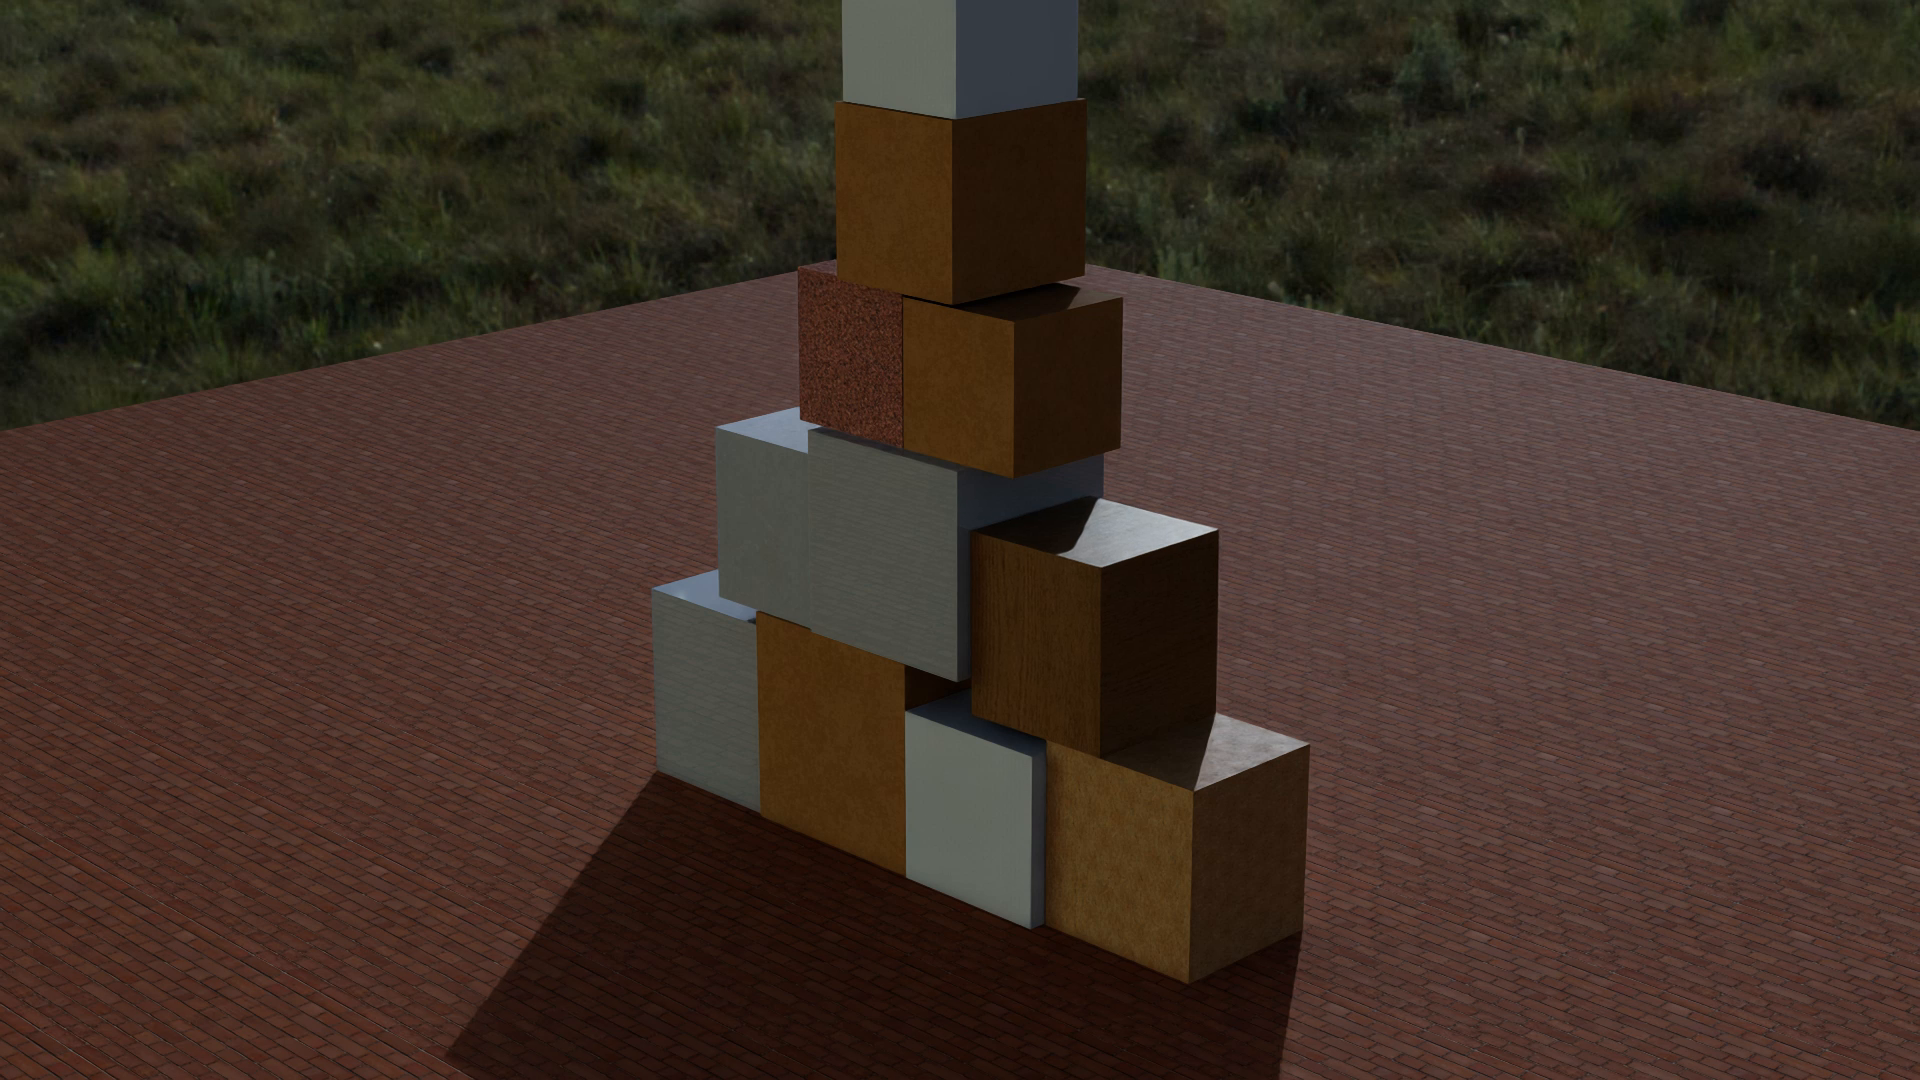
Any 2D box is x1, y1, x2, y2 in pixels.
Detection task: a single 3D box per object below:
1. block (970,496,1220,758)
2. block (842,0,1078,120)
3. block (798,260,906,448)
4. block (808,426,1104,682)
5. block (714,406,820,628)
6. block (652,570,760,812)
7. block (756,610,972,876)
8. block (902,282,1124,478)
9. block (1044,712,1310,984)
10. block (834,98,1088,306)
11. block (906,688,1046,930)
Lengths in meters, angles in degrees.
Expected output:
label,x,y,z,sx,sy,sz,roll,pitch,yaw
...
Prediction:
label,x,y,z,sx,sy,sz,roll,pitch,yaw
block,0.589,0.364,12.856,0.761,0.849,0.768,-17,23,-42
block,0.002,-2.276,12.628,0.745,0.766,0.694,-17,24,-42
block,-0.231,-0.896,13.324,0.740,0.713,0.676,-17,24,-42
block,-0.018,-0.035,13.379,0.938,0.964,0.955,-17,24,-42
block,-0.625,-0.144,13.933,0.810,0.840,0.677,-17,24,-42
block,-0.928,0.688,14.556,0.865,0.960,0.799,-17,24,-42
block,-0.284,0.843,13.927,0.907,1.040,1.007,-17,24,-42
block,0.230,-0.730,12.845,0.682,0.684,0.672,-17,24,-42
block,0.942,1.288,12.788,0.769,0.875,0.835,-17,24,-42
block,0.006,-1.537,12.864,0.830,0.786,0.722,-17,24,-42
block,0.353,1.145,13.344,0.907,0.815,0.788,-17,24,-42
